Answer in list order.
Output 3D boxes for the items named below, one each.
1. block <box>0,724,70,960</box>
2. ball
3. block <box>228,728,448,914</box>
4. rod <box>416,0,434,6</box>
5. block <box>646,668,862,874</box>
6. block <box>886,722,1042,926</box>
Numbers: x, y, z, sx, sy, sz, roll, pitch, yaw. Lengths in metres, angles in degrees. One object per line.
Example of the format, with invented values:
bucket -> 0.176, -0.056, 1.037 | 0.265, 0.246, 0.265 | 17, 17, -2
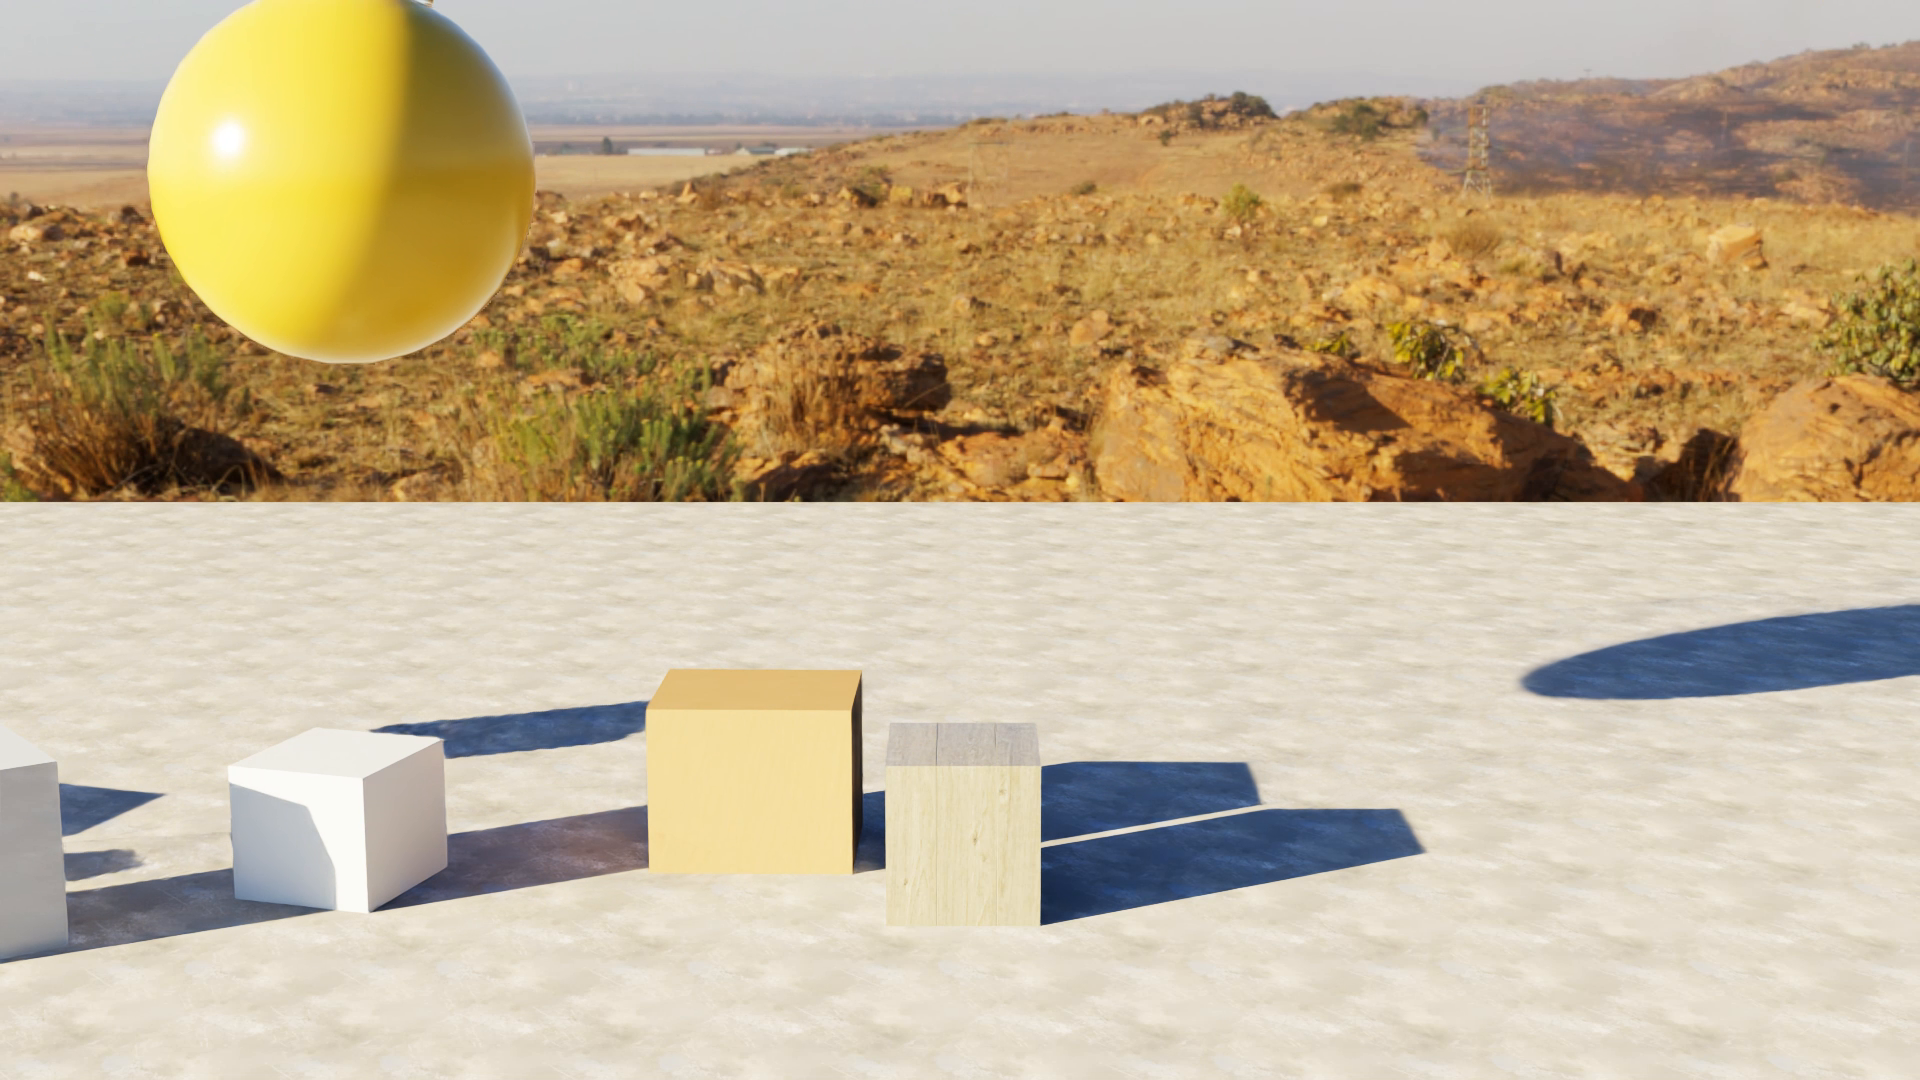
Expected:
block -> -4.146, 1.259, 10.465 | 0.735, 0.779, 0.733 | -8, 13, -36
ball -> -2.614, -1.549, 10.899 | 1.600, 1.600, 1.600 | 0, 10, 0
block -> -2.712, 1.215, 11.233 | 0.649, 0.591, 0.687 | 3, 11, 17
rod -> -1.133, -4.560, 10.351 | 0.080, 5.200, 0.080 | 25, 9, -4
block -> -0.921, 1.046, 11.723 | 0.904, 0.748, 0.783 | 0, 10, 1
block -> 0.013, 1.208, 10.997 | 0.642, 0.689, 0.720 | 0, 10, 0
